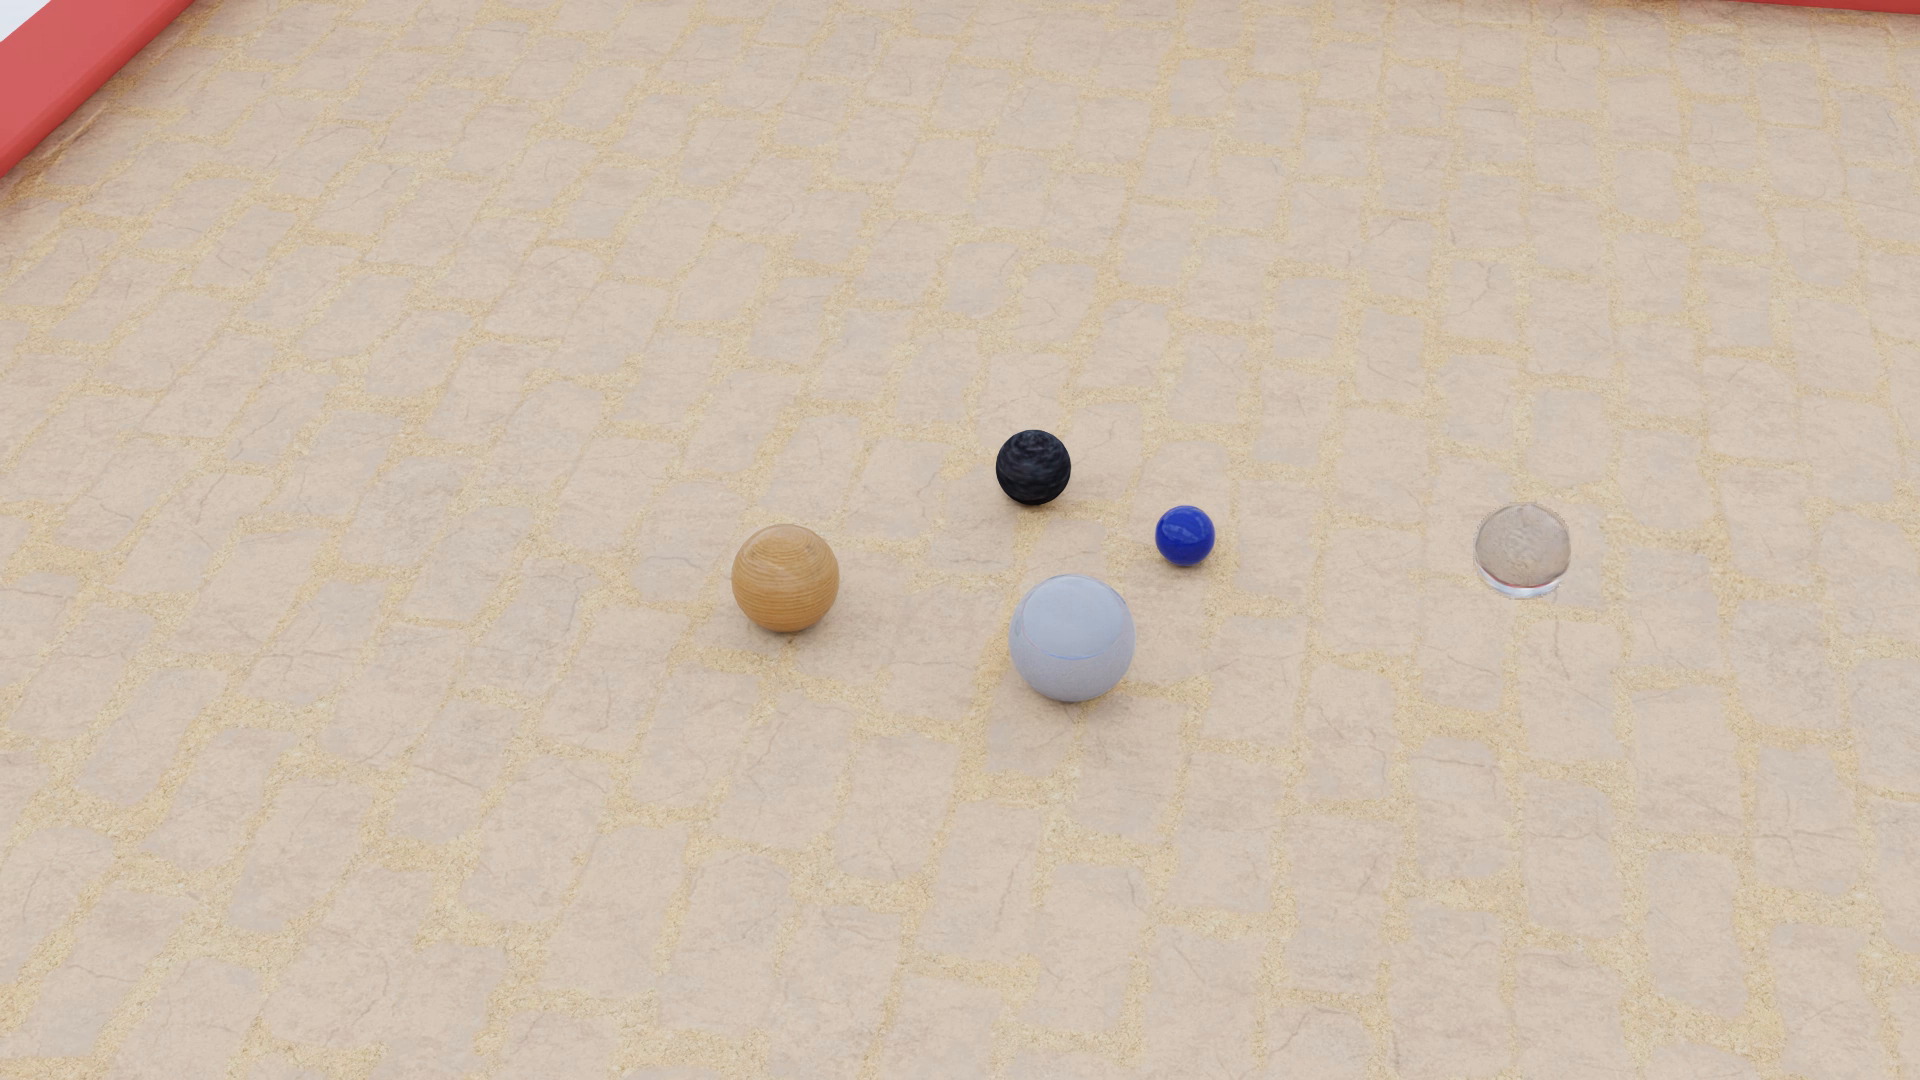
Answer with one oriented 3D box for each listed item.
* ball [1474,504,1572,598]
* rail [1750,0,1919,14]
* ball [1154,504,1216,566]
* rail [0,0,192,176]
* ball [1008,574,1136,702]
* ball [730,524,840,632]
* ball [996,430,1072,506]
[{"bbox_3d":[0.399,0.008,1.817,0.067,0.067,0.067,0,35,0],"label":"ball"},{"bbox_3d":[1.188,-0.561,2.593,3.957,0.112,0.045,6,35,9],"label":"rail"},{"bbox_3d":[0.163,-0.003,1.853,0.044,0.044,0.044,0,35,0],"label":"ball"},{"bbox_3d":[-0.949,-0.123,1.964,0.045,0.112,2.352,6,35,9],"label":"rail"},{"bbox_3d":[0.075,0.065,1.718,0.086,0.086,0.086,0,35,0],"label":"ball"},{"bbox_3d":[-0.121,0.026,1.783,0.076,0.076,0.076,0,35,0],"label":"ball"},{"bbox_3d":[0.055,-0.054,1.916,0.057,0.057,0.057,0,35,0],"label":"ball"}]
